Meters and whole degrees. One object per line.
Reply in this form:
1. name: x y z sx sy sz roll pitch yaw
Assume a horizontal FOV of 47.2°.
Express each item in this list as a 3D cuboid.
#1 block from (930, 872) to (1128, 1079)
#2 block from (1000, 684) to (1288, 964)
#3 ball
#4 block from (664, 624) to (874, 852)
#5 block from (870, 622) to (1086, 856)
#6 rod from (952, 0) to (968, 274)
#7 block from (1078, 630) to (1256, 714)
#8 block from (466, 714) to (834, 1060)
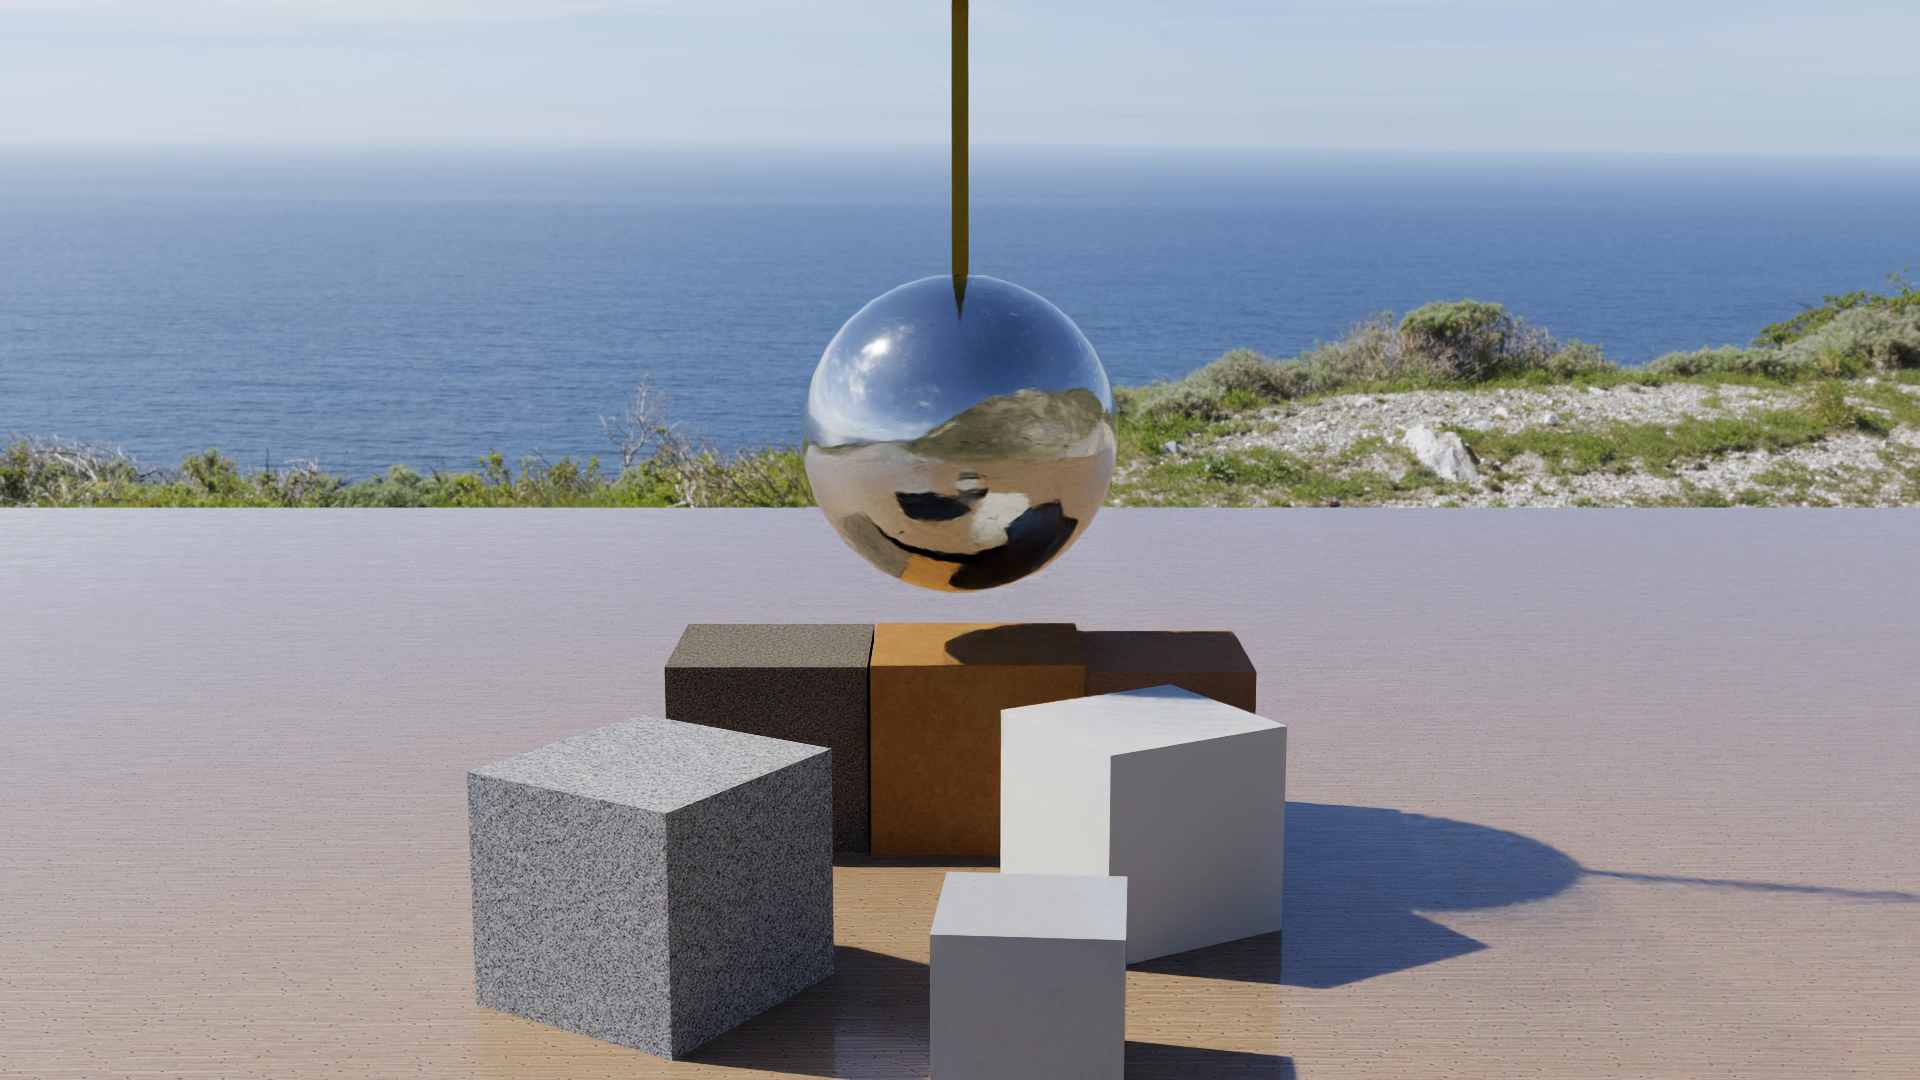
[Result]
1. block: 0.272 1.701 8.317 0.707 0.677 0.696 1 10 5
2. block: 0.818 1.265 9.961 0.946 0.948 0.878 -6 12 -30
3. ball: 0.000 -0.535 11.072 1.600 1.600 1.600 0 10 0
4. block: -0.956 1.005 11.379 0.995 0.951 0.984 0 10 0
5. block: 0.087 1.005 11.330 1.055 0.969 0.966 0 10 0
6. rod: 0.000 -3.881 10.470 0.080 5.200 0.080 0 10 0
7. block: 1.038 1.021 11.362 0.841 0.926 0.938 0 10 0
8. block: -1.264 1.393 9.129 1.039 0.993 1.072 7 12 32
